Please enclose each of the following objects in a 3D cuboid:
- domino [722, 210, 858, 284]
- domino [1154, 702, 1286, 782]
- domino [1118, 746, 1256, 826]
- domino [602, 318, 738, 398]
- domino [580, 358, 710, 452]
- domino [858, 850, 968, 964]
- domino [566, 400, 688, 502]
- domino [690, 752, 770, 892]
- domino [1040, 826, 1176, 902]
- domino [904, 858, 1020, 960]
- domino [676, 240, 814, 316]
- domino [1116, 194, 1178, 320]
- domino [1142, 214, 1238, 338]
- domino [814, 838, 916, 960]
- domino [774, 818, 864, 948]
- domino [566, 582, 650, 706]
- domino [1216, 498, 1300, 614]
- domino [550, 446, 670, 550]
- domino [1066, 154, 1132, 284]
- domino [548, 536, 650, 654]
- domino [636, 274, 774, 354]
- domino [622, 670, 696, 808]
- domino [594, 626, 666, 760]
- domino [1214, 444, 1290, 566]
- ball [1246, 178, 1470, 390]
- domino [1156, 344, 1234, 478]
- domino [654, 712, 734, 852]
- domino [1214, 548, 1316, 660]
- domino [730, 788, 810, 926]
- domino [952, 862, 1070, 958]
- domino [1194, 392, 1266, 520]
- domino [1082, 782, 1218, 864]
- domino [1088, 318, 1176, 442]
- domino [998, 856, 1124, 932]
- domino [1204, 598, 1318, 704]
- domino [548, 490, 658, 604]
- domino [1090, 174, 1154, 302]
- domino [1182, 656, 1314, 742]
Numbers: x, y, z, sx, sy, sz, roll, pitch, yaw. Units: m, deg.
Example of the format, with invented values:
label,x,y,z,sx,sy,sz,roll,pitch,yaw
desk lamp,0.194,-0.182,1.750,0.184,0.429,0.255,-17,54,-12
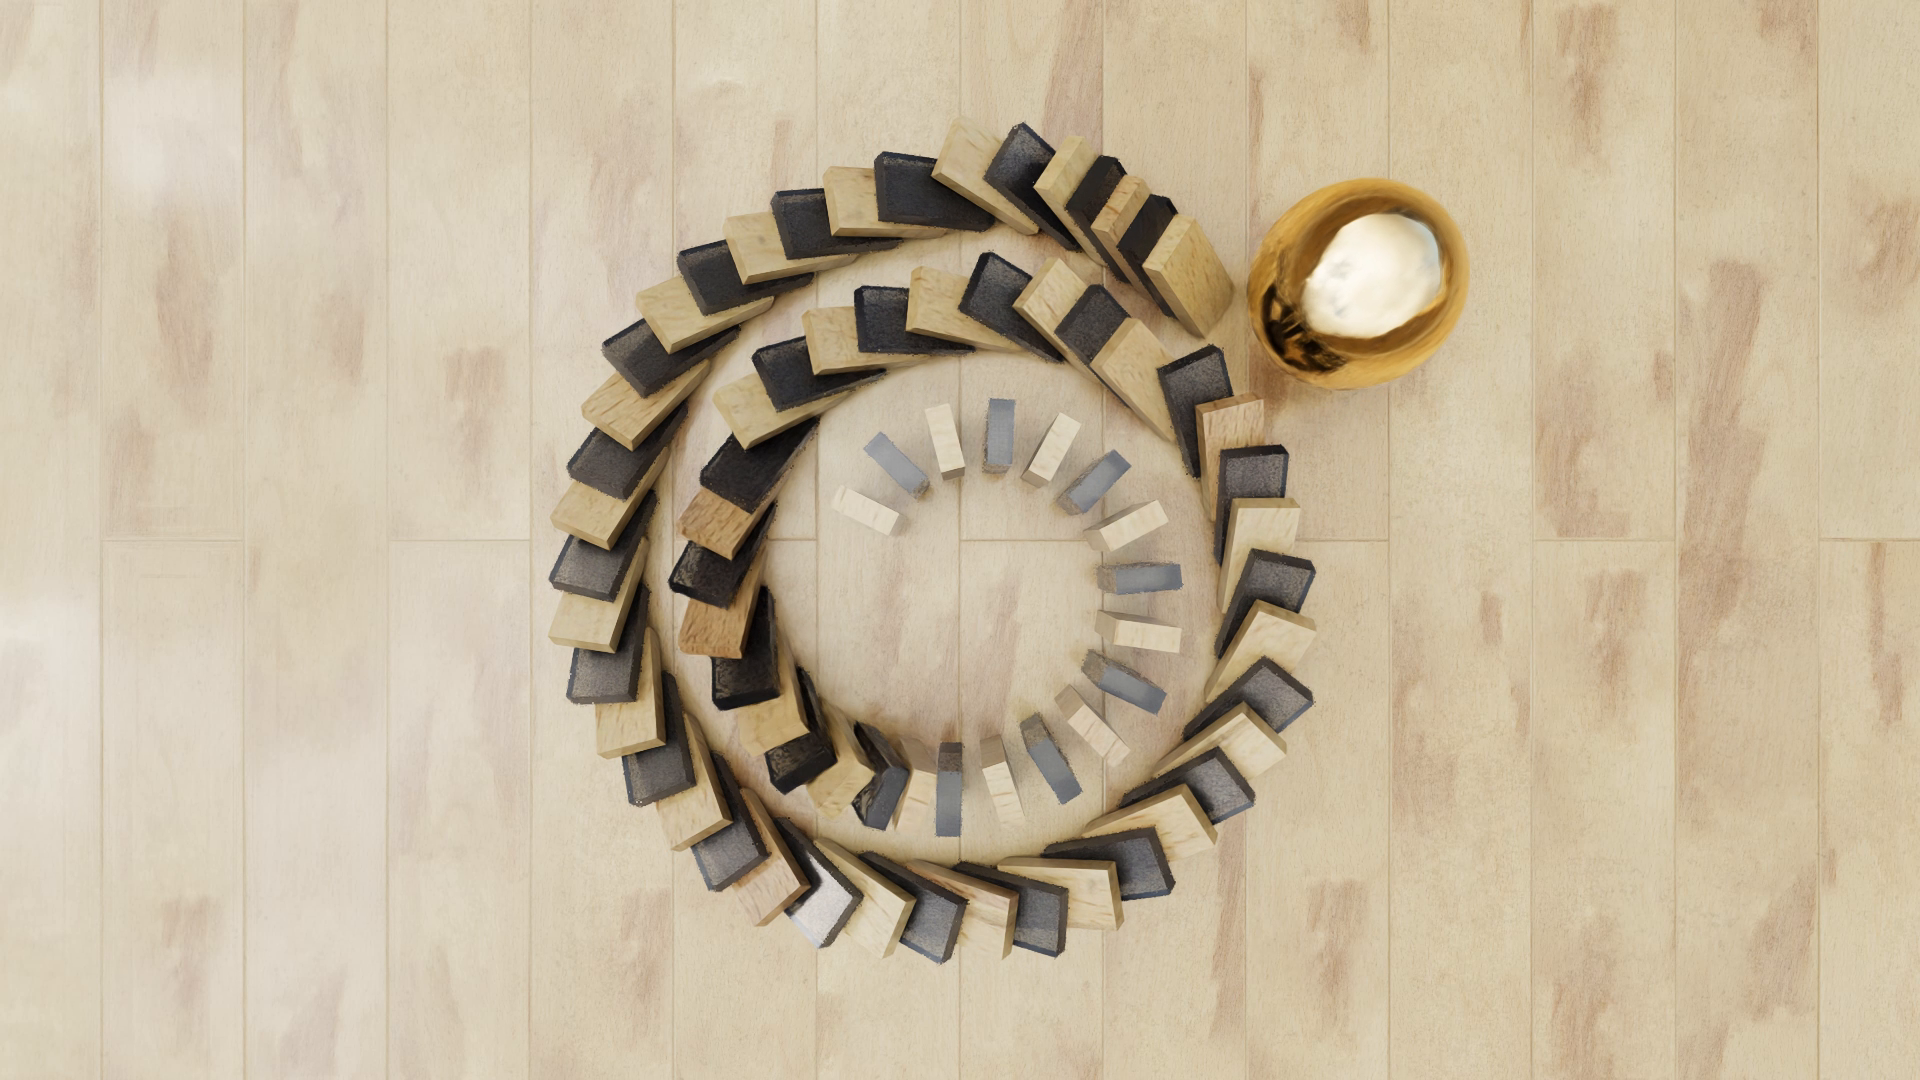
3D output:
label,x,y,z,sx,sy,sz,roll,pitch,yaw
domino,-0.071,-0.125,0.384,0.050,0.009,0.025,-21,90,-28
domino,0.108,0.092,0.384,0.025,0.009,0.050,44,118,0
domino,0.095,0.109,0.384,0.050,0.010,0.025,-38,90,28
domino,-0.121,-0.084,0.384,0.025,0.009,0.050,47,61,0
domino,-0.131,-0.063,0.384,0.025,0.009,0.050,35,62,0
domino,-0.023,0.153,0.384,0.050,0.010,0.025,16,90,28
domino,-0.139,-0.043,0.384,0.025,0.009,0.050,25,62,0
domino,-0.102,0.118,0.384,0.025,0.009,0.050,-35,62,0
domino,0.061,0.138,0.384,0.050,0.010,0.025,-21,90,29
domino,-0.001,0.154,0.384,0.050,0.009,0.025,8,90,28
domino,-0.089,-0.114,0.384,0.050,0.009,0.025,-27,89,-28
domino,0.085,-0.116,0.378,0.010,0.050,0.025,33,90,42
domino,0.096,-0.108,0.378,0.010,0.050,0.025,33,90,42
domino,-0.045,0.149,0.384,0.050,0.009,0.025,23,90,28
domino,-0.066,0.143,0.384,0.050,0.010,0.025,34,90,29
domino,-0.147,0.043,0.384,0.025,0.009,0.050,-3,61,0
domino,0.124,0.007,0.384,0.025,0.009,0.050,0,118,0
domino,-0.146,-0.023,0.384,0.025,0.009,0.050,23,62,0
domino,0.065,-0.131,0.378,0.010,0.050,0.025,34,90,42
domino,-0.150,0.021,0.384,0.025,0.009,0.050,8,62,0
domino,-0.106,-0.100,0.384,0.050,0.009,0.025,-34,89,-28
domino,-0.129,0.083,0.384,0.025,0.009,0.050,-22,62,0
domino,-0.139,0.064,0.384,0.025,0.009,0.050,-15,61,0
domino,0.121,-0.014,0.384,0.025,0.009,0.050,-5,119,0
ball,0.154,-0.099,0.360,0.080,0.080,0.080,0,90,0
domino,0.102,-0.053,0.384,0.025,0.009,0.050,-25,118,0
domino,-0.116,0.101,0.384,0.025,0.009,0.050,-30,62,0
domino,0.127,0.030,0.384,0.025,0.010,0.050,12,118,0
domino,-0.086,0.132,0.384,0.025,0.010,0.050,-42,62,0
domino,0.020,0.154,0.384,0.050,0.009,0.025,4,90,28
domino,0.114,-0.035,0.384,0.025,0.010,0.050,-14,119,0
domino,0.079,0.123,0.384,0.050,0.010,0.025,-33,90,28
domino,0.080,-0.067,0.384,0.050,0.010,0.025,38,90,-29
domino,0.042,0.148,0.384,0.050,0.009,0.025,-9,90,29
domino,0.125,0.051,0.383,0.025,0.010,0.050,20,120,0
domino,-0.149,-0.001,0.384,0.025,0.009,0.050,13,62,0
domino,0.075,-0.123,0.378,0.010,0.050,0.025,34,91,42
domino,0.120,0.074,0.384,0.025,0.010,0.050,38,119,0
